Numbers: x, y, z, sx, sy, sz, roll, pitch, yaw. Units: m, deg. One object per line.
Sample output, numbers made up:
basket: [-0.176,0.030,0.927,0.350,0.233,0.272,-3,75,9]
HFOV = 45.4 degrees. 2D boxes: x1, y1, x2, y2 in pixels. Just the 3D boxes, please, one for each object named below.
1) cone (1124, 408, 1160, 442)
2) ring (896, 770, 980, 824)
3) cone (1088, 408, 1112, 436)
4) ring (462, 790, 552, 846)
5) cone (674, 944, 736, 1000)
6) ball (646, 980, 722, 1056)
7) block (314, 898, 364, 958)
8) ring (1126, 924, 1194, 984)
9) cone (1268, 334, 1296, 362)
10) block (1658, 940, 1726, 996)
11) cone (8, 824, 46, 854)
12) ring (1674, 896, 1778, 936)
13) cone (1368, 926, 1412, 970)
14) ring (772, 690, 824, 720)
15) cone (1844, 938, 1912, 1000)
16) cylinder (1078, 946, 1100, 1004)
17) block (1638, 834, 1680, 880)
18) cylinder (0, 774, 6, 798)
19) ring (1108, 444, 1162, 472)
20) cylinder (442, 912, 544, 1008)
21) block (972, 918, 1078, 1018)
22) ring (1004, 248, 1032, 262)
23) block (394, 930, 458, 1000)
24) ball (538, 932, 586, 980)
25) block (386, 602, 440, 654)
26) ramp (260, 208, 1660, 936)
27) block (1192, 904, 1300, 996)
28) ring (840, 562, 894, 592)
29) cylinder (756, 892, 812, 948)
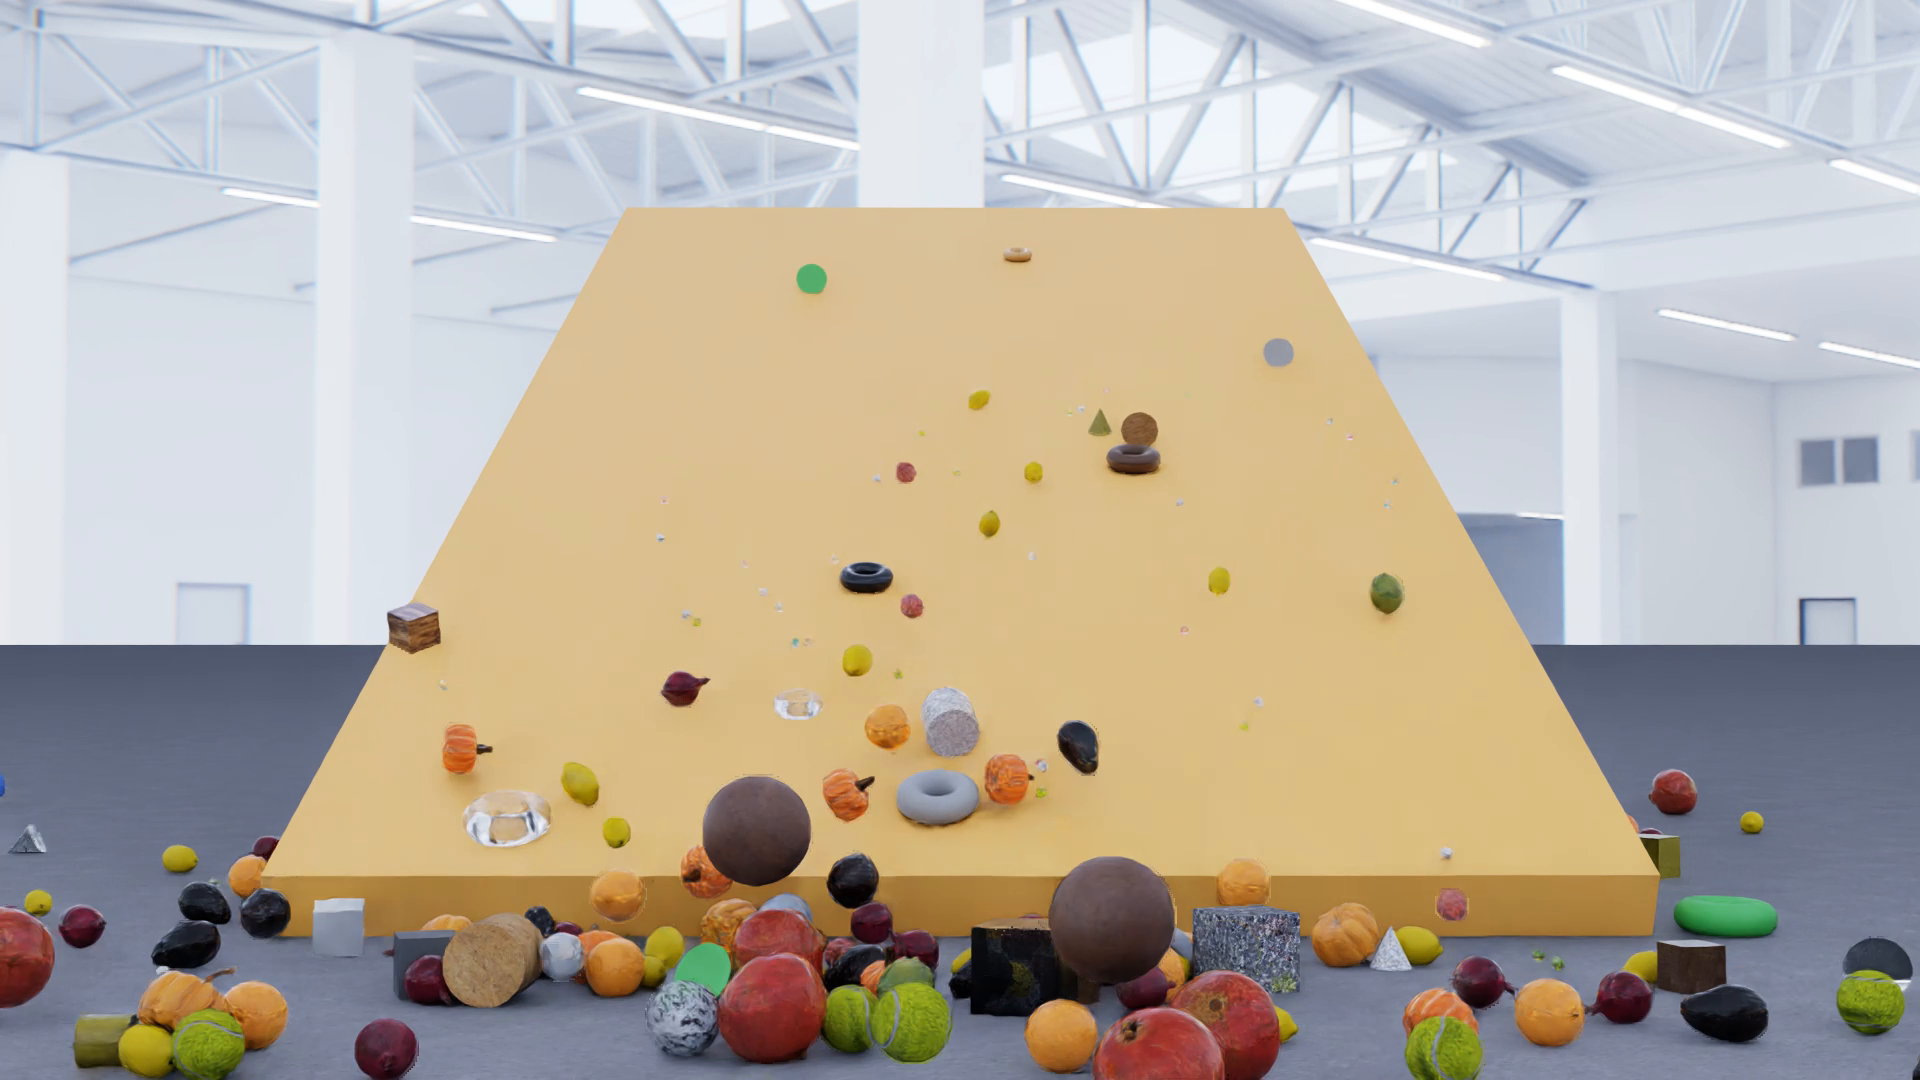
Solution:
cone: [0.389,-0.234,5.008,0.080,0.080,0.080,0,-20,-9]
ring: [-0.034,0.386,3.455,0.126,0.042,0.126,-1,22,1]
cone: [0.309,-0.265,5.055,0.057,0.057,0.057,0,22,0]
ring: [-0.669,0.411,3.389,0.131,0.044,0.131,1,21,0]
cone: [-0.287,0.530,2.734,0.077,0.077,0.077,-1,-30,29]
ball: [-0.284,0.493,2.365,0.077,0.077,0.077,0,-2,0]
block: [-0.844,0.527,3.117,0.064,0.064,0.064,1,6,-13]
ring: [0.248,0.514,2.843,0.084,0.084,0.028,0,22,-2]
cone: [0.763,-0.446,5.539,0.074,0.074,0.074,1,-31,-18]
block: [0.894,0.522,2.805,0.057,0.057,0.057,1,-3,-19]
cone: [-1.877,0.612,4.594,0.065,0.065,0.065,-27,0,-5]
ring: [1.120,0.550,3.357,0.146,0.049,0.146,1,-2,0]
cone: [0.562,0.531,2.998,0.056,0.056,0.056,0,-2,0]
ring: [-0.266,0.270,3.762,0.083,0.028,0.083,1,21,0]
cone: [1.113,0.532,2.774,0.078,0.078,0.078,-1,-31,27]
cylinder: [0.136,0.517,2.727,0.060,0.060,0.060,0,-2,0]
block: [1.248,0.571,4.143,0.073,0.073,0.073,2,-3,-43]
cylinder: [-2.577,0.651,6.055,0.077,0.077,0.077,-1,-3,27]
ring: [0.368,-0.172,4.851,0.115,0.038,0.115,1,21,0]
cylinder: [-0.552,0.498,2.725,0.098,0.098,0.098,0,-2,4]
block: [0.075,0.495,2.660,0.099,0.099,0.099,-1,-3,18]
ring: [0.162,-0.798,6.421,0.081,0.027,0.081,-1,22,1]
block: [-0.645,0.513,2.776,0.072,0.072,0.072,1,-3,-19]
ball: [-0.474,0.495,2.729,0.056,0.056,0.056,0,-2,0]
block: [-0.953,0.153,4.003,0.062,0.062,0.062,18,28,38]
ramp: [-0.006,-0.220,5.152,2.000,0.100,4.000,0,22,0]
block: [0.351,0.503,2.817,0.096,0.096,0.096,1,-3,-22]
ring: [-0.174,0.069,4.255,0.101,0.034,0.101,1,21,0]
cylinder: [-0.237,0.513,3.096,0.070,0.070,0.070,0,-5,1]
